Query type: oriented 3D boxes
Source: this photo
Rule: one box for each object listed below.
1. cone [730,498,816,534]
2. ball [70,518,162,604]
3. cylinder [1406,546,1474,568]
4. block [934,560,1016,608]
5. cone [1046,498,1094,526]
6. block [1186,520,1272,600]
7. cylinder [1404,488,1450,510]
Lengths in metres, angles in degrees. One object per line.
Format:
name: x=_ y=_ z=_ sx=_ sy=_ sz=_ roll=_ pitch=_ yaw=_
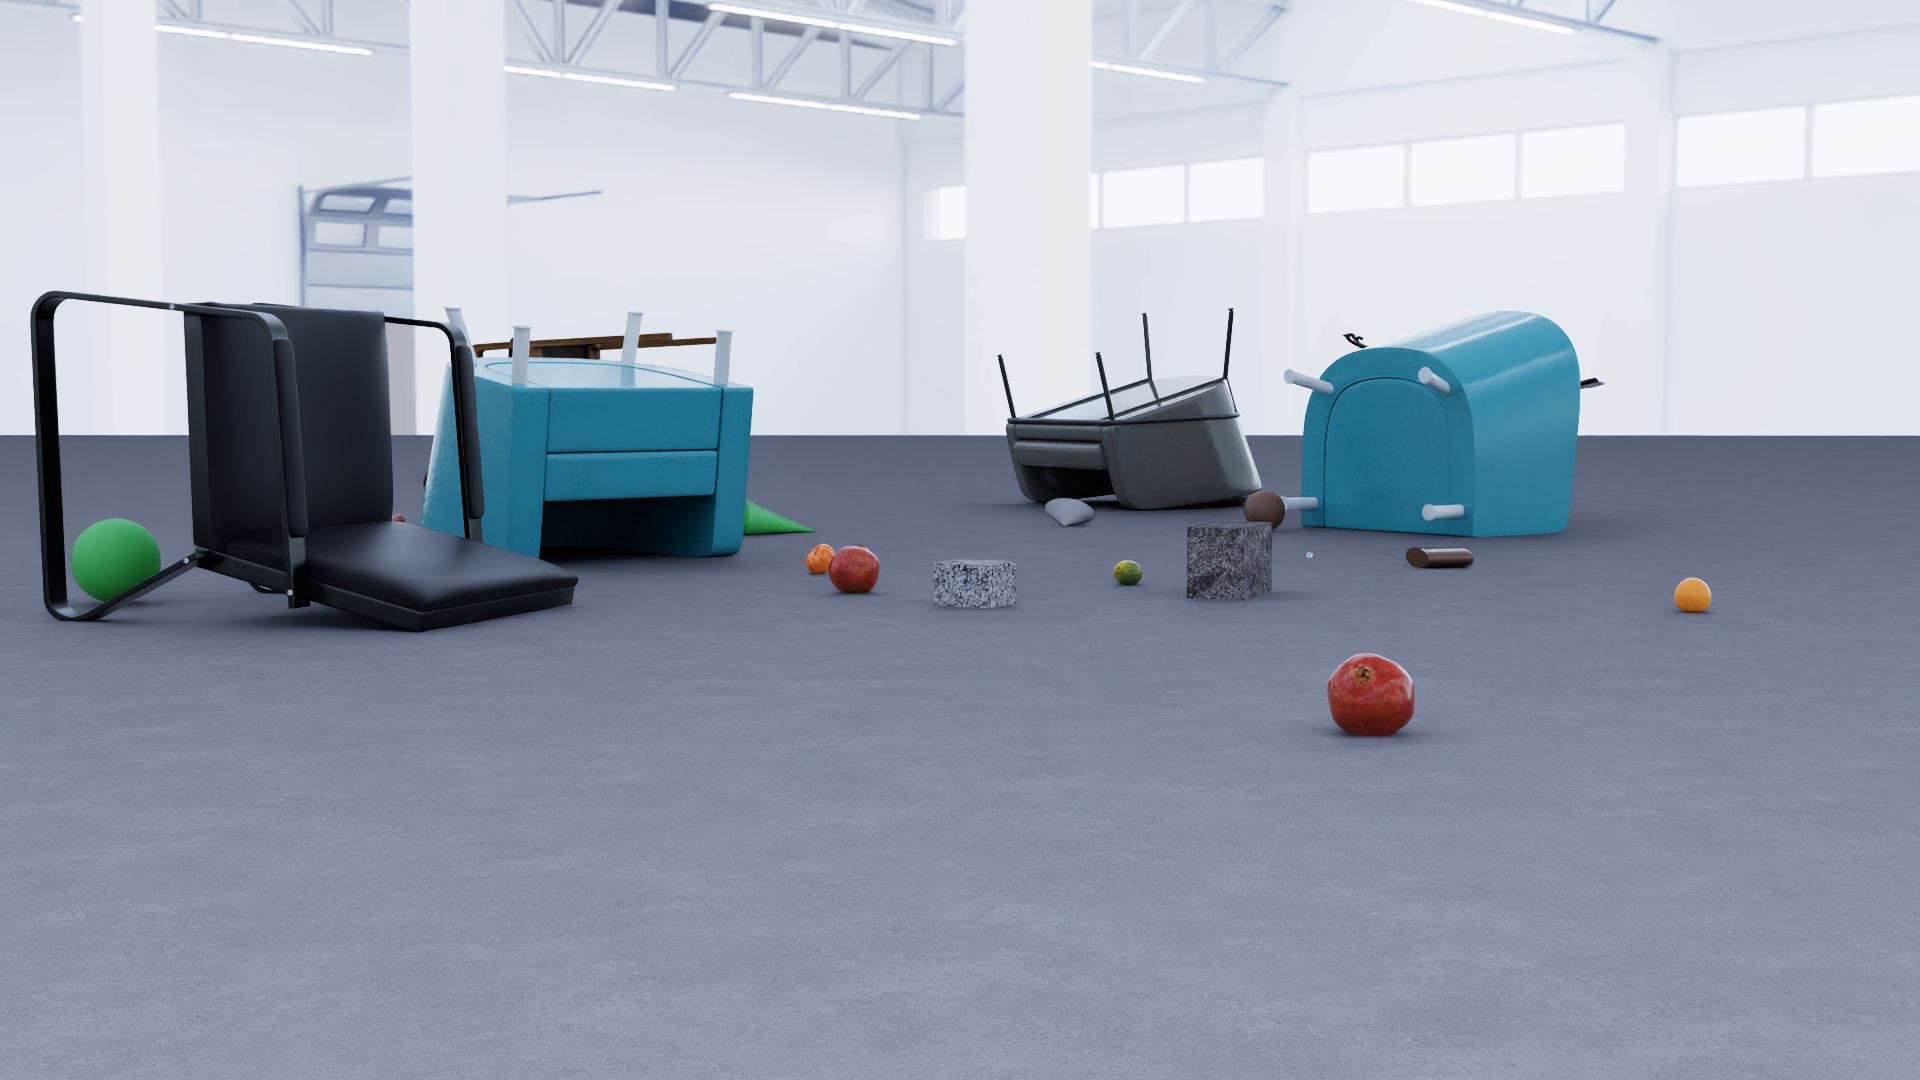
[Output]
cone: x=-0.563 y=-0.049 z=6.849 sx=0.268 sy=0.113 sz=0.151 roll=11 pitch=1 yaw=-27
ball: x=-1.770 y=0.043 z=4.614 sx=0.178 sy=0.178 sz=0.178 roll=0 pitch=4 yaw=0
cylinder: x=1.213 y=0.043 z=5.563 sx=0.125 sy=0.048 sz=0.122 roll=-1 pitch=6 yaw=-16
block: x=0.031 y=0.090 z=4.587 sx=0.130 sy=0.088 sz=0.122 roll=2 pitch=4 yaw=28
cone: x=0.352 y=-0.070 z=7.236 sx=0.168 sy=0.114 sz=0.074 roll=6 pitch=43 yaw=16
block: x=0.590 y=0.043 z=4.803 sx=0.126 sy=0.153 sz=0.233 roll=2 pitch=4 yaw=22
cylinder: x=1.743 y=-0.153 z=8.204 sx=0.131 sy=0.077 sz=0.114 roll=2 pitch=4 yaw=38
